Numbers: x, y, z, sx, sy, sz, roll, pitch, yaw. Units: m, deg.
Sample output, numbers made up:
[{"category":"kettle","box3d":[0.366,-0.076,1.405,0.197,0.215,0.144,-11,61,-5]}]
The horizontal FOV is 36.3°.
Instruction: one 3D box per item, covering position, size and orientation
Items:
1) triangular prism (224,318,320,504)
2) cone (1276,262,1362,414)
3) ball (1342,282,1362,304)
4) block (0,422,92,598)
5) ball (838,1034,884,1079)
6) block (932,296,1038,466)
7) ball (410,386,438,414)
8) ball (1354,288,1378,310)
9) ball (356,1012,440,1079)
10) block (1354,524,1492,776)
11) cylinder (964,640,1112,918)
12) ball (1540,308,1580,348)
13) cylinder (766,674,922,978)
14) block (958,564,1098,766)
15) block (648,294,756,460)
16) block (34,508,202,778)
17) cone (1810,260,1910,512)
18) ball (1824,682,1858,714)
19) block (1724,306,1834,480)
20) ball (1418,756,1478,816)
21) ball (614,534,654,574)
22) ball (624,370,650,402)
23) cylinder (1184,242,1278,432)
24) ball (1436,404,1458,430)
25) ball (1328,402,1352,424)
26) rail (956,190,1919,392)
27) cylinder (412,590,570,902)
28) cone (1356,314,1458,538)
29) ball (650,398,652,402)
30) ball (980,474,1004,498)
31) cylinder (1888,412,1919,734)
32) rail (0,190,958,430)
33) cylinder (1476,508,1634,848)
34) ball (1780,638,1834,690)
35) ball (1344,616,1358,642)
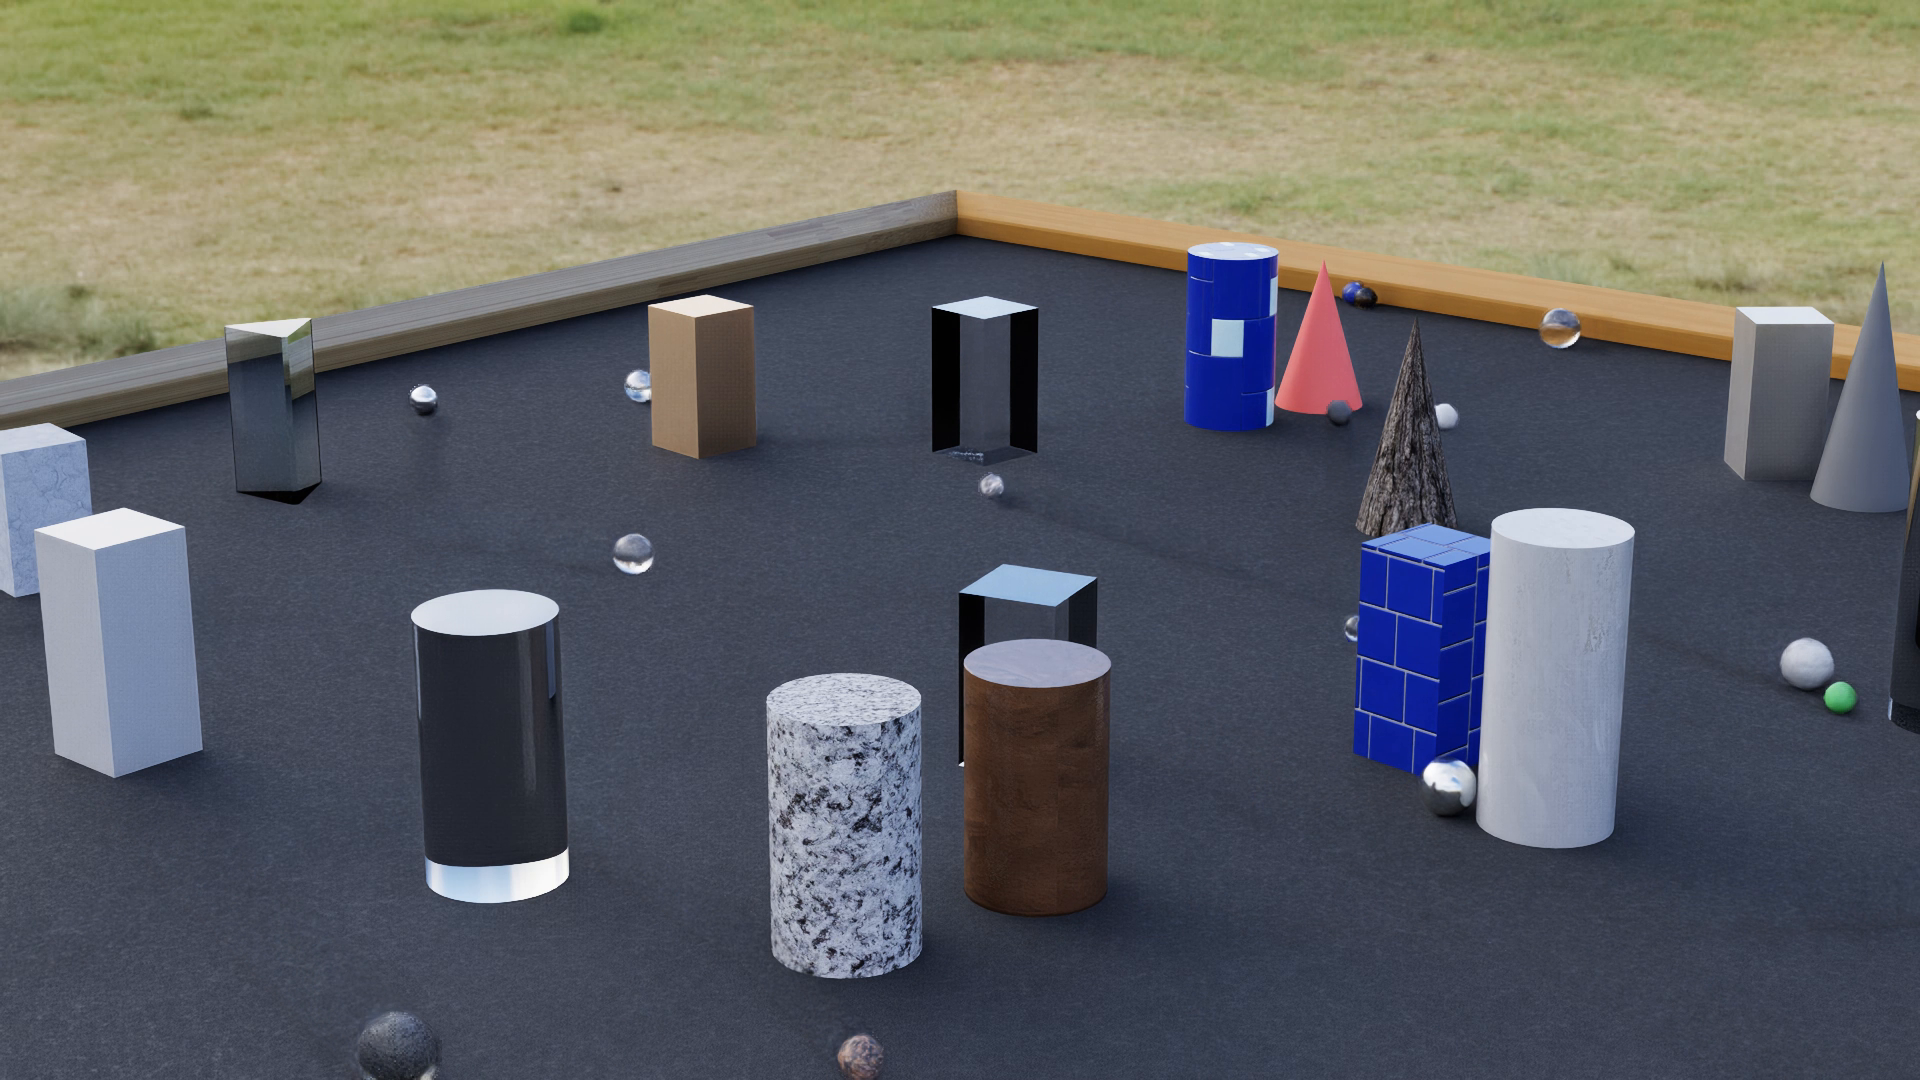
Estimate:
[{"category":"triangular prism","box3d":[-1.311,-0.258,5.722,0.166,0.332,0.144,11,20,33]},{"category":"cone","box3d":[0.787,-0.454,6.390,0.192,0.322,0.192,0,17,0]},{"category":"ball","box3d":[0.992,-0.623,7.408,0.058,0.058,0.058,0,17,0]},{"category":"block","box3d":[-1.638,-0.055,5.177,0.153,0.258,0.153,-14,22,-38]},{"category":"ball","box3d":[-0.114,0.596,3.376,0.053,0.053,0.053,0,17,0]},{"category":"block","box3d":[0.051,-0.326,5.995,0.153,0.305,0.153,-15,23,-41]},{"category":"ball","box3d":[-1.159,-0.302,6.338,0.061,0.061,0.061,0,17,0]},{"category":"ball","box3d":[1.018,-0.606,7.352,0.056,0.056,0.056,0,17,0]},{"category":"ball","box3d":[-0.640,0.585,3.341,0.095,0.095,0.095,0,17,0]},{"category":"block","box3d":[0.697,0.163,4.335,0.153,0.329,0.153,-15,22,-40]},{"category":"cylinder","box3d":[0.101,0.312,3.861,0.192,0.317,0.192,0,17,0]},{"category":"ball","box3d":[1.419,-0.501,6.936,0.096,0.096,0.096,0,17,0]},{"category":"cylinder","box3d":[-0.144,0.357,3.683,0.192,0.334,0.192,0,17,0]},{"category":"block","box3d":[0.101,0.194,4.334,0.153,0.269,0.153,8,19,25]},{"category":"block","box3d":[-0.531,-0.338,6.051,0.153,0.296,0.153,-15,23,-41]},{"category":"block","box3d":[-1.245,0.150,4.343,0.153,0.349,0.153,14,22,39]},{"category":"cone","box3d":[1.754,-0.307,5.640,0.192,0.474,0.192,0,17,0]},{"category":"ball","box3d":[1.366,0.245,4.548,0.049,0.049,0.049,0,17,0]},{"category":"block","box3d":[1.636,-0.293,5.862,0.153,0.319,0.153,0,17,-1]},{"category":"ball","box3d":[0.689,0.348,4.146,0.083,0.083,0.083,0,17,0]},{"category":"ball","box3d":[-0.583,0.025,5.233,0.073,0.073,0.073,0,17,0]},{"category":"ball","box3d":[-0.702,-0.338,6.442,0.069,0.069,0.069,0,17,0]},{"category":"cylinder","box3d":[0.577,-0.434,6.245,0.192,0.368,0.192,0,17,0]},{"category":"ball","box3d":[1.025,-0.261,6.210,0.056,0.056,0.056,0,17,0]},{"category":"ball","box3d":[0.809,-0.271,6.253,0.050,0.050,0.050,0,17,0]},{"category":"rail","box3d":[1.628,-0.511,6.915,4.380,0.125,0.045,14,22,39]},{"category":"cylinder","box3d":[-0.623,0.272,3.898,0.192,0.371,0.192,0,17,0]},{"category":"cone","box3d":[0.842,-0.221,5.466,0.192,0.411,0.192,0,17,0]},{"category":"ball","box3d":[-0.633,-0.311,6.345,0.074,0.074,0.074,0,17,0]},{"category":"ball","box3d":[0.062,-0.104,5.707,0.047,0.047,0.047,0,17,0]},{"category":"cylinder","box3d":[1.531,0.049,4.454,0.192,0.479,0.192,0,17,0]},{"category":"rail","box3d":[-1.636,-0.379,6.480,0.045,0.125,5.012,14,22,39]},{"category":"cylinder","box3d":[0.823,0.190,4.066,0.192,0.432,0.192,0,17,0]},{"category":"ball","box3d":[1.344,0.197,4.650,0.082,0.082,0.082,0,17,0]},{"category":"ball","box3d":[0.662,0.148,4.879,0.044,0.044,0.044,0,17,0]}]
